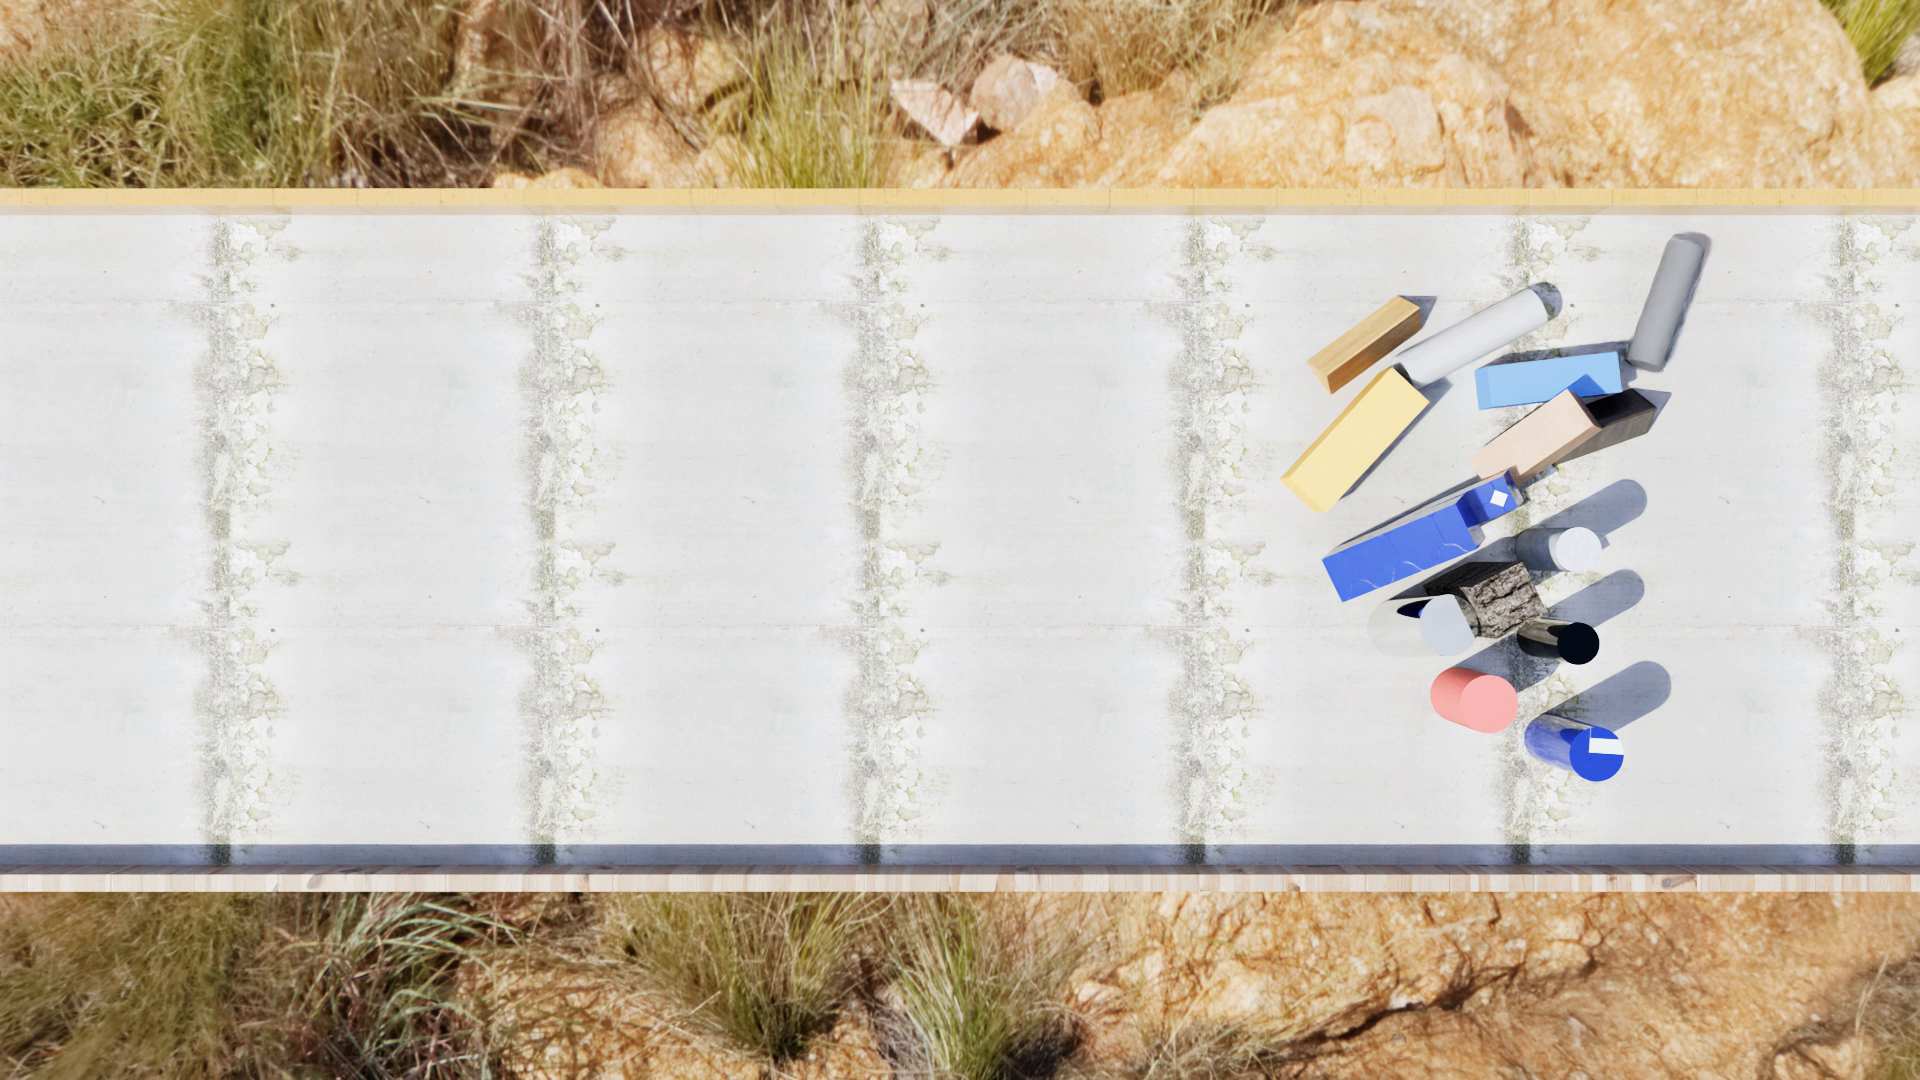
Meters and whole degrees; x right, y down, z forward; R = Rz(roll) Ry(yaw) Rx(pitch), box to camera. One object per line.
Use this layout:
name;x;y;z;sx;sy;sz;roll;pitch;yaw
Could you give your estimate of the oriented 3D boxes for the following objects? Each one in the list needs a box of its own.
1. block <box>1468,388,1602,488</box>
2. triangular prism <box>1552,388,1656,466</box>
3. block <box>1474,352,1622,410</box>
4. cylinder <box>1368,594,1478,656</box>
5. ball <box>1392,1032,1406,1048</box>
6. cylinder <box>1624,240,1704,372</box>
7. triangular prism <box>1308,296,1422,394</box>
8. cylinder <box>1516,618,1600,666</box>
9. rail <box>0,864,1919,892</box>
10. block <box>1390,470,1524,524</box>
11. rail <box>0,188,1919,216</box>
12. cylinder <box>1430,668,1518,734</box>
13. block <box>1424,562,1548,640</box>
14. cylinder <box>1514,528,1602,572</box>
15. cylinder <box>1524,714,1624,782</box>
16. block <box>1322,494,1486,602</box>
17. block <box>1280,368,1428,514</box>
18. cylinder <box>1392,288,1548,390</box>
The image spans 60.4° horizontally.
block;1.716;-0.287;4.924;0.348;0.132;0.132;-39;68;26
triangular prism;1.945;-0.346;5.011;0.307;0.125;0.144;-19;90;0
block;1.785;-0.483;5.015;0.394;0.123;0.123;-7;90;0
cylinder;1.364;0.256;4.875;0.176;0.382;0.176;1;86;-7
ball;7.325;8.341;27.518;0.256;0.256;0.256;0;90;0
cylinder;2.145;-0.713;5.021;0.111;0.111;0.386;20;90;0
triangular prism;1.241;-0.599;5.018;0.345;0.110;0.127;-36;90;0
cylinder;1.774;0.298;4.904;0.123;0.344;0.123;0;90;0
rail;-2.247;1.025;5.001;12.000;0.150;0.050;0;90;0
block;1.476;-0.078;4.936;0.381;0.102;0.102;-27;90;30
rail;-2.247;-1.025;5.002;12.000;0.150;0.050;0;90;0
cylinder;1.532;0.476;4.926;0.170;0.301;0.170;0;90;0
block;1.538;0.173;4.853;0.162;0.441;0.162;-26;90;-2
cylinder;1.772;0.028;4.900;0.130;0.353;0.130;0;90;0
cylinder;1.814;0.611;4.887;0.156;0.379;0.156;0;90;0
block;1.317;0.026;4.904;0.433;0.145;0.145;-26;91;30
block;1.192;-0.299;5.000;0.153;0.153;0.450;43;90;0
cylinder;1.548;-0.605;5.014;0.453;0.125;0.125;-27;90;0
